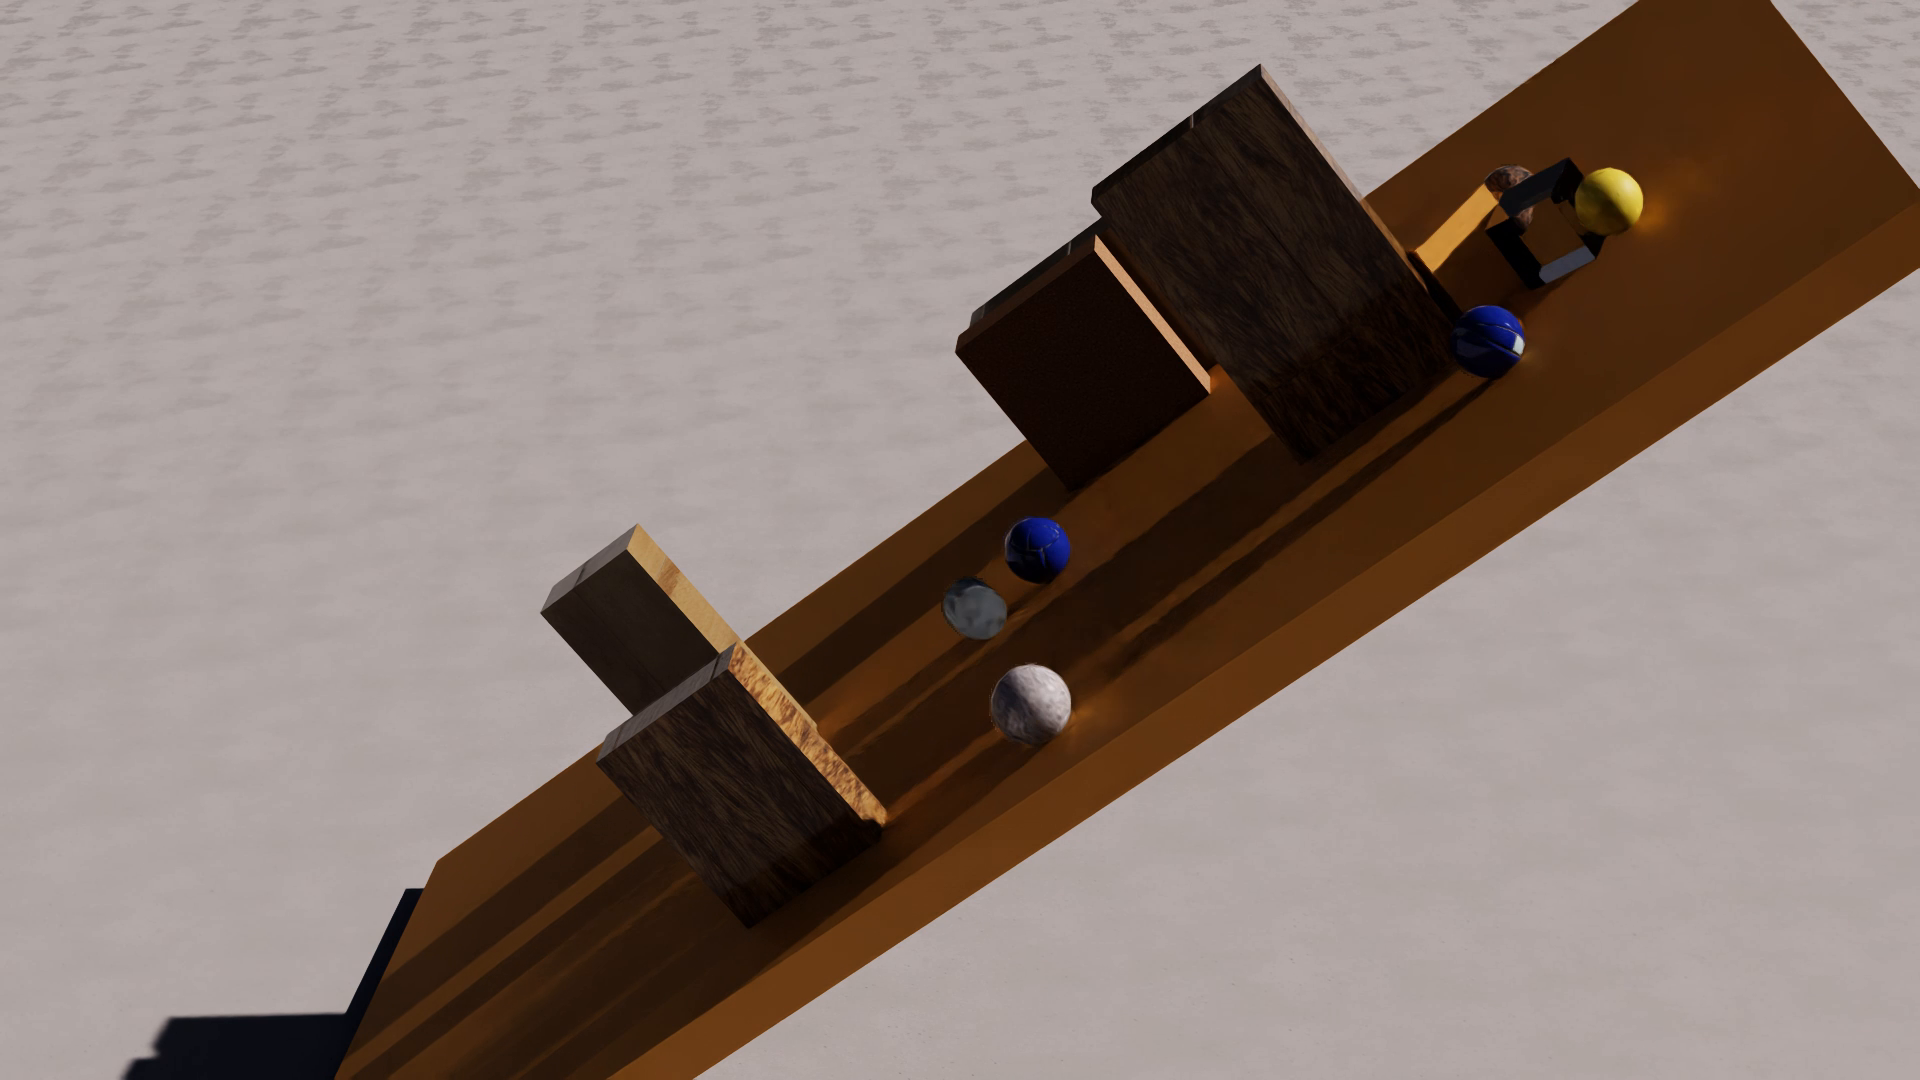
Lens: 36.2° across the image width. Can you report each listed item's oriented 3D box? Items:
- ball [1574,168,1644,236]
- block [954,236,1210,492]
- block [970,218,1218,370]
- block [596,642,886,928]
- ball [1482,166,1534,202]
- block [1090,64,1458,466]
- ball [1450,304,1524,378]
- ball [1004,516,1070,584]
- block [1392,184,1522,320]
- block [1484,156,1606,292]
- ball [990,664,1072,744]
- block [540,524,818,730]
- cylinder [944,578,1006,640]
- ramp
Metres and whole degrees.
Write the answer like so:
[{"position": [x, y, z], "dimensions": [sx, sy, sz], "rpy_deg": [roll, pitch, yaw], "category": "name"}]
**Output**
[{"position": [1.226, -0.639, 5.562], "dimensions": [0.128, 0.128, 0.128], "rpy_deg": [0, 23, 0], "category": "ball"}, {"position": [0.276, -0.392, 6.584], "dimensions": [0.392, 0.421, 0.114], "rpy_deg": [-35, 16, 17], "category": "block"}, {"position": [0.313, -0.469, 6.739], "dimensions": [0.423, 0.403, 0.132], "rpy_deg": [-35, 16, 17], "category": "block"}, {"position": [-0.425, 0.482, 5.746], "dimensions": [0.339, 0.459, 0.121], "rpy_deg": [-35, 16, 17], "category": "block"}, {"position": [1.092, -0.684, 5.836], "dimensions": [0.119, 0.119, 0.119], "rpy_deg": [0, 23, 0], "category": "ball"}, {"position": [0.619, -0.525, 5.674], "dimensions": [0.403, 0.674, 0.103], "rpy_deg": [-35, 16, 17], "category": "block"}, {"position": [0.973, -0.367, 5.426], "dimensions": [0.134, 0.134, 0.134], "rpy_deg": [0, 23, 0], "category": "ball"}, {"position": [0.163, 0.021, 6.235], "dimensions": [0.141, 0.141, 0.141], "rpy_deg": [0, 23, 0], "category": "ball"}, {"position": [0.975, -0.554, 5.806], "dimensions": [0.201, 0.201, 0.201], "rpy_deg": [-44, 15, -14], "category": "block"}, {"position": [1.137, -0.609, 5.669], "dimensions": [0.154, 0.154, 0.154], "rpy_deg": [-27, 20, 40], "category": "block"}, {"position": [0.133, 0.308, 5.502], "dimensions": [0.151, 0.151, 0.151], "rpy_deg": [0, 23, 0], "category": "ball"}, {"position": [-0.611, 0.285, 6.437], "dimensions": [0.250, 0.611, 0.142], "rpy_deg": [-35, 16, 17], "category": "block"}, {"position": [0.032, 0.146, 6.243], "dimensions": [0.114, 0.114, 0.114], "rpy_deg": [-5, 10, -11], "category": "cylinder"}, {"position": [0.124, 0.183, 6.334], "dimensions": [4.000, 0.100, 2.000], "rpy_deg": [-35, 16, 17], "category": "ramp"}]
